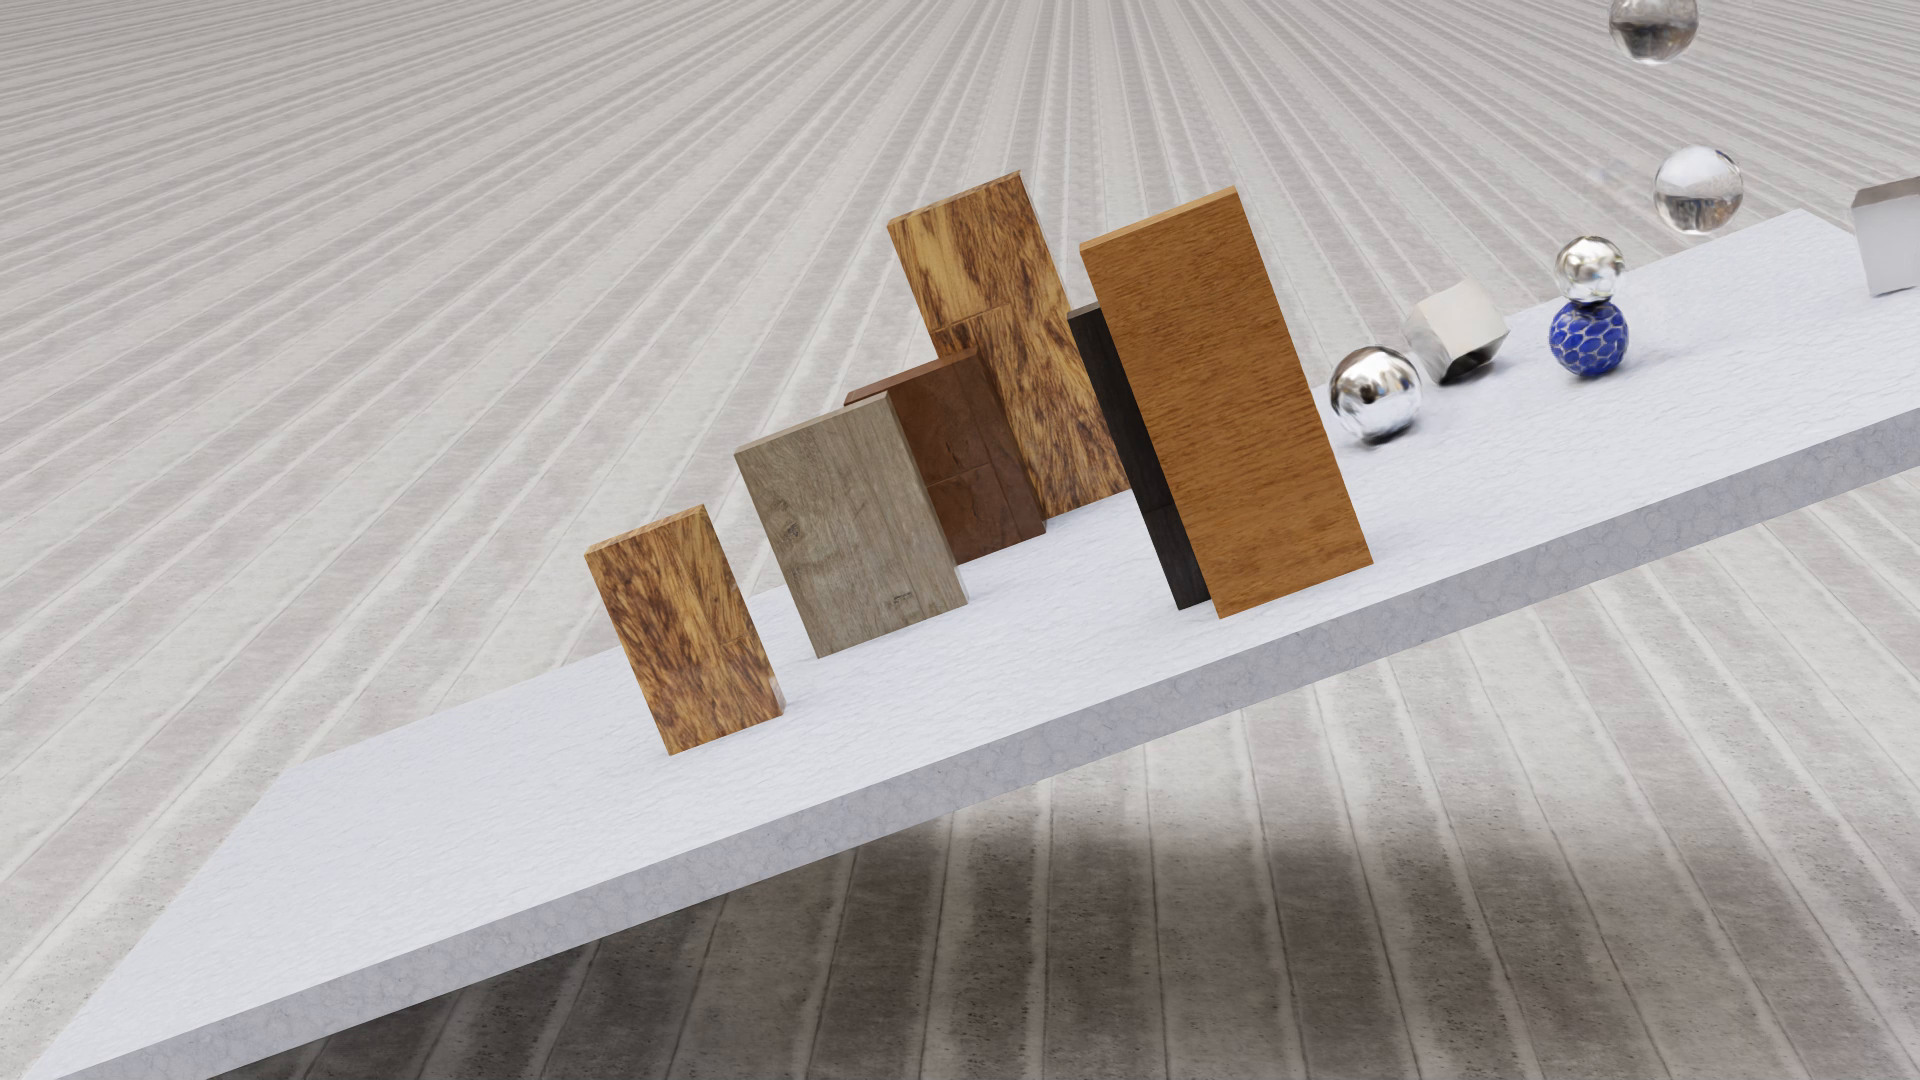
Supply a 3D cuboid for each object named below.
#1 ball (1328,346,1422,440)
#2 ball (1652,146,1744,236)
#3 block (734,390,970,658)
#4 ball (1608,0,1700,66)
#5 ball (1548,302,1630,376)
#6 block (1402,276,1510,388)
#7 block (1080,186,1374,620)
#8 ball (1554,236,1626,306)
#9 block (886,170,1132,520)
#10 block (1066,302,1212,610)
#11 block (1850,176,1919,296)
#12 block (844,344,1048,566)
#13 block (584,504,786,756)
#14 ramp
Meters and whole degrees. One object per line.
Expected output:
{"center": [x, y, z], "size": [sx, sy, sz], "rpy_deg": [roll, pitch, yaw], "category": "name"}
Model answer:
{"center": [0.899, -0.319, 6.370], "size": [0.202, 0.202, 0.202], "rpy_deg": [0, 13, 0], "category": "ball"}
{"center": [1.466, -0.694, 5.841], "size": [0.177, 0.177, 0.177], "rpy_deg": [0, 13, 0], "category": "ball"}
{"center": [-0.234, -0.031, 6.399], "size": [0.352, 0.489, 0.080], "rpy_deg": [-20, 12, 7], "category": "block"}
{"center": [1.468, -1.099, 6.223], "size": [0.187, 0.187, 0.187], "rpy_deg": [0, 13, 0], "category": "ball"}
{"center": [1.323, -0.428, 6.186], "size": [0.167, 0.167, 0.167], "rpy_deg": [0, 13, 0], "category": "ball"}
{"center": [1.116, -0.470, 6.631], "size": [0.153, 0.153, 0.153], "rpy_deg": [-26, -16, -14], "category": "block"}
{"center": [0.496, -0.253, 5.465], "size": [0.305, 0.741, 0.106], "rpy_deg": [-20, 12, 7], "category": "block"}
{"center": [1.306, -0.558, 6.098], "size": [0.146, 0.146, 0.146], "rpy_deg": [0, 13, 0], "category": "ball"}
{"center": [0.127, -0.438, 6.869], "size": [0.327, 0.775, 0.124], "rpy_deg": [-20, 12, 7], "category": "block"}
{"center": [0.440, -0.196, 5.642], "size": [0.271, 0.607, 0.090], "rpy_deg": [-20, 12, 7], "category": "block"}
{"center": [1.922, -0.623, 5.949], "size": [0.182, 0.182, 0.182], "rpy_deg": [-11, 14, 25], "category": "block"}
{"center": [-0.031, -0.180, 6.808], "size": [0.326, 0.446, 0.148], "rpy_deg": [-20, 12, 7], "category": "block"}
{"center": [-0.566, 0.187, 6.088], "size": [0.255, 0.459, 0.084], "rpy_deg": [-20, 12, 7], "category": "block"}
{"center": [0.120, 0.175, 6.293], "size": [4.000, 0.100, 2.000], "rpy_deg": [-20, 12, 7], "category": "ramp"}
